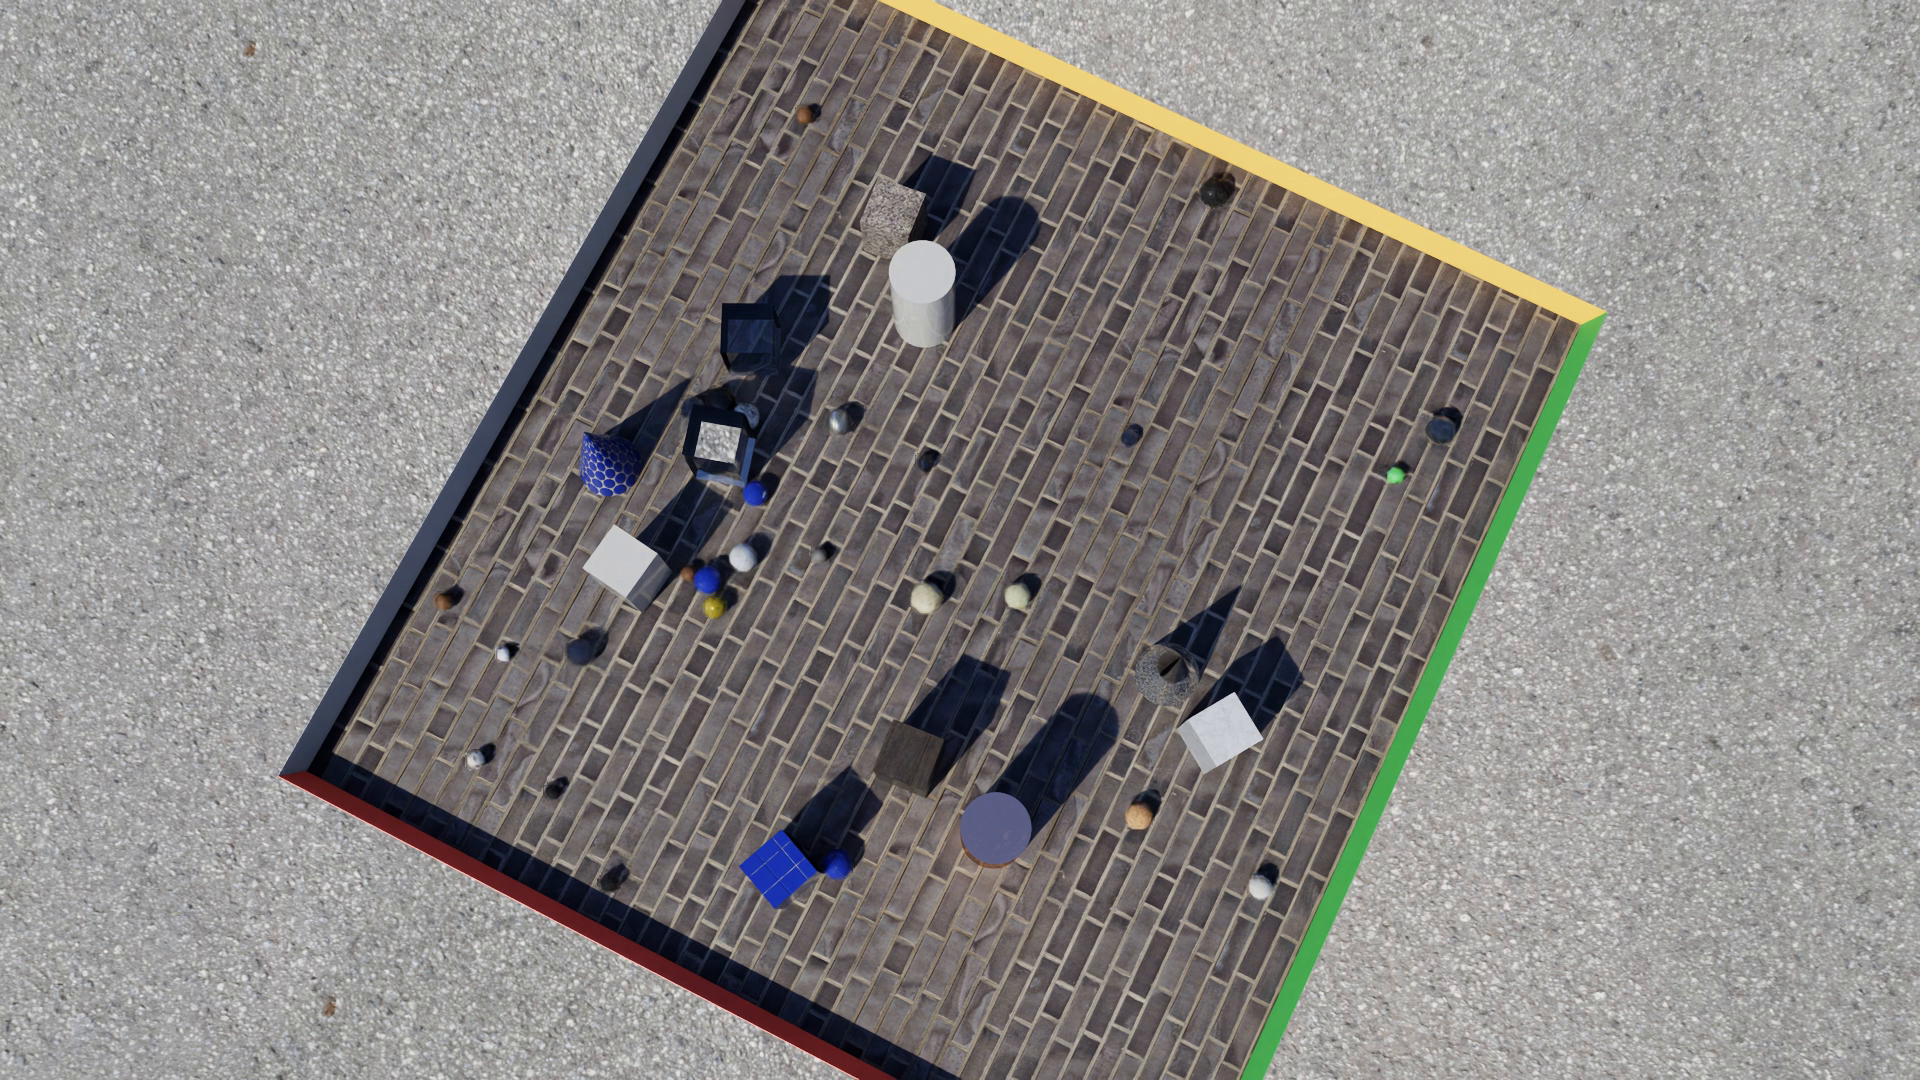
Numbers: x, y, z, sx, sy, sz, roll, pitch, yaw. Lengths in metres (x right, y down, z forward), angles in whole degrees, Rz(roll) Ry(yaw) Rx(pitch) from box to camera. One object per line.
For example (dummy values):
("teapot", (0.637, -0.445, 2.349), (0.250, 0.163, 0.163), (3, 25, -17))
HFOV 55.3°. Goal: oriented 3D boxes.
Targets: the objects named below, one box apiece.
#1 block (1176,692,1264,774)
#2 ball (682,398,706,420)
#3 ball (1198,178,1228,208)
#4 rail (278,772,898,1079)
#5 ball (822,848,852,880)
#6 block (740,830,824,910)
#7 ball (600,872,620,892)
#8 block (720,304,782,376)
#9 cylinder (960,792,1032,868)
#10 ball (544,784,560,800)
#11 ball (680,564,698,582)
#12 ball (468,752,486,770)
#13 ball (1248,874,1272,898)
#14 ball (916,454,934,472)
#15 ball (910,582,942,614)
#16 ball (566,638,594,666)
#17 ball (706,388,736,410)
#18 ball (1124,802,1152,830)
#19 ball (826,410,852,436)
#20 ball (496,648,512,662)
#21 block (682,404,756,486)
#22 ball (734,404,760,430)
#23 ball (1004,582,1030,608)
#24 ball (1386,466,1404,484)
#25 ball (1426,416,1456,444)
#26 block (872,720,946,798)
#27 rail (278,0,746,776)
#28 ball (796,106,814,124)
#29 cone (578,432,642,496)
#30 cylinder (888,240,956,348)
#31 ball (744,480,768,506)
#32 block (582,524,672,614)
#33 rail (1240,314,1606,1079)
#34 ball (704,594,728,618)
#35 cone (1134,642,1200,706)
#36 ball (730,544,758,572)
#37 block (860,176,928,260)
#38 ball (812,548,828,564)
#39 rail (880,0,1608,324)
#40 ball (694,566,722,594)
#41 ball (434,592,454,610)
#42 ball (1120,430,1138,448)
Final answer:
("block", (0.757, 0.567, 5.357), (0.156, 0.278, 0.156), (-30, 80, -6))
("ball", (-0.822, -0.401, 5.660), (0.077, 0.077, 0.077), (0, 78, 0))
("ball", (0.801, -1.099, 5.798), (0.090, 0.090, 0.090), (0, 78, 0))
("rail", (-0.672, 1.323, 5.277), (2.927, 0.127, 0.045), (26, 80, 5))
("ball", (-0.360, 0.951, 5.375), (0.088, 0.088, 0.088), (0, 78, 0))
("block", (-0.511, 0.951, 5.280), (0.156, 0.273, 0.156), (-41, 81, -8))
("ball", (-1.029, 1.005, 5.380), (0.056, 0.056, 0.056), (0, 78, 0))
("block", (-0.640, -0.613, 5.623), (0.156, 0.236, 0.156), (0, 78, 0))
("cylinder", (0.098, 0.831, 5.220), (0.195, 0.441, 0.195), (0, 78, 0))
("ball", (-1.208, 0.747, 5.439), (0.046, 0.046, 0.046), (0, 78, 0))
("ball", (-0.823, 0.100, 5.570), (0.050, 0.050, 0.050), (0, 78, 0))
("ball", (-1.438, 0.655, 5.453), (0.054, 0.054, 0.054), (0, 78, 0))
("ball", (0.881, 1.017, 5.371), (0.069, 0.069, 0.069), (0, 78, 0))
("ball", (-0.107, -0.237, 5.639), (0.052, 0.052, 0.052), (0, 78, 0))
("ball", (-0.100, 0.175, 5.531), (0.098, 0.098, 0.098), (0, 78, 0))
("ball", (-1.141, 0.337, 5.504), (0.084, 0.084, 0.084), (0, 78, 0))
("ball", (-0.740, -0.424, 5.656), (0.094, 0.094, 0.094), (0, 78, 0))
("ball", (0.527, 0.814, 5.406), (0.082, 0.082, 0.082), (0, 78, 0))
("ball", (-0.372, -0.361, 5.649), (0.083, 0.083, 0.083), (0, 78, 0))
("ball", (-1.374, 0.345, 5.523), (0.044, 0.044, 0.044), (0, 78, 0))
("block", (-0.724, -0.282, 5.522), (0.156, 0.299, 0.156), (10, 78, 2))
("ball", (-0.661, -0.378, 5.650), (0.088, 0.088, 0.088), (0, 78, 0))
("ball", (0.174, 0.169, 5.541), (0.079, 0.079, 0.079), (0, 78, 0))
("ball", (1.339, -0.198, 5.630), (0.054, 0.054, 0.054), (0, 78, 0))
("ball", (1.480, -0.338, 5.640), (0.091, 0.091, 0.091), (0, 78, 0))
("block", (-0.145, 0.638, 5.325), (0.156, 0.312, 0.156), (21, 79, 4))
("rail", (-1.288, -0.624, 5.680), (0.045, 0.127, 3.052), (26, 80, 5))
("ball", (-0.496, -1.360, 5.870), (0.055, 0.055, 0.055), (0, 78, 0))
("cone", (-1.082, -0.270, 5.466), (0.195, 0.404, 0.195), (0, 78, 0))
("cylinder", (-0.110, -0.741, 5.556), (0.195, 0.419, 0.195), (0, 78, 0))
("ball", (-0.625, -0.143, 5.607), (0.076, 0.076, 0.076), (0, 78, 0))
("block", (-0.986, 0.089, 5.452), (0.156, 0.286, 0.156), (33, 80, 6))
("rail", (1.288, 0.637, 5.419), (0.045, 0.127, 3.052), (26, 80, 5))
("ball", (-0.738, 0.199, 5.540), (0.070, 0.070, 0.070), (0, 78, 0))
("cone", (0.625, 0.367, 5.346), (0.195, 0.382, 0.195), (0, 78, 0))
("ball", (-0.657, 0.053, 5.562), (0.086, 0.086, 0.086), (0, 78, 0))
("block", (-0.204, -0.986, 5.696), (0.156, 0.245, 0.156), (20, 79, 4))
("ball", (-0.427, 0.047, 5.582), (0.049, 0.049, 0.049), (0, 78, 0))
("rail", (0.672, -1.309, 5.822), (2.927, 0.127, 0.045), (26, 80, 5))
("ball", (-0.762, 0.120, 5.549), (0.084, 0.084, 0.084), (0, 78, 0))
("ball", (-1.562, 0.186, 5.550), (0.055, 0.055, 0.055), (0, 78, 0))
("ball", (0.521, -0.314, 5.654), (0.054, 0.054, 0.054), (0, 78, 0))
